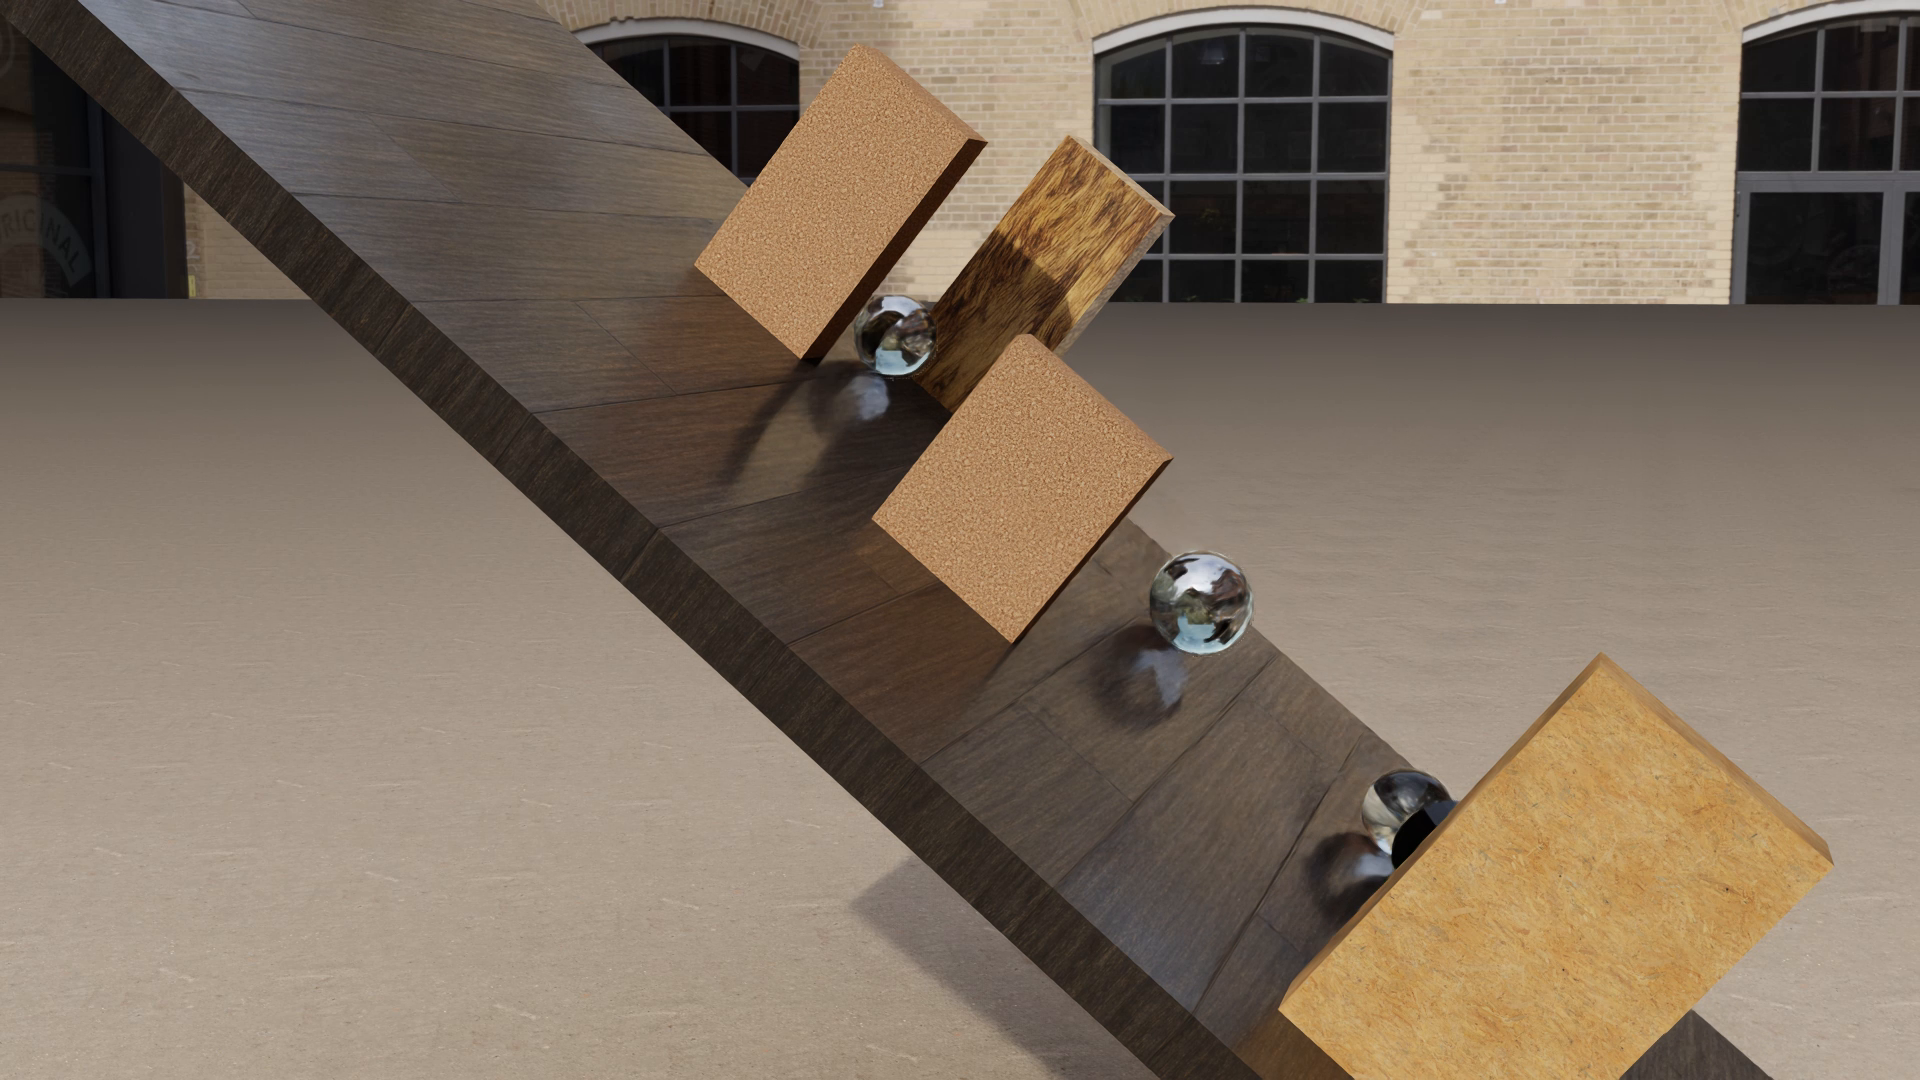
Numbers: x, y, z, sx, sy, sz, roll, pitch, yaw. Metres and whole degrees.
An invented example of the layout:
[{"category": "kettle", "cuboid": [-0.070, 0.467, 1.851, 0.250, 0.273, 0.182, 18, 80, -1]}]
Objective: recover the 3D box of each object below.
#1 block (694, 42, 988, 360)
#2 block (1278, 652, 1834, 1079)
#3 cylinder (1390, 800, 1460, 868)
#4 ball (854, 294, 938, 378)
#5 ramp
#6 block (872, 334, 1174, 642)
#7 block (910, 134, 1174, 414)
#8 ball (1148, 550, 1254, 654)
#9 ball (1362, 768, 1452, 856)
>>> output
[{"category": "block", "cuboid": [-0.234, -0.655, 4.282, 0.289, 0.538, 0.132, 42, 16, 9]}, {"category": "block", "cuboid": [0.832, 0.549, 3.116, 0.400, 0.678, 0.134, 42, 16, 9]}, {"category": "cylinder", "cuboid": [0.912, 0.610, 4.003, 0.193, 0.193, 0.193, -2, 30, -13]}, {"category": "ball", "cuboid": [-0.134, -0.421, 4.533, 0.172, 0.172, 0.172, 0, 7, 0]}, {"category": "ramp", "cuboid": [-0.002, 0.050, 4.041, 4.000, 0.100, 2.000, 42, 16, 9]}, {"category": "block", "cuboid": [0.104, -0.088, 3.731, 0.324, 0.407, 0.089, 42, 16, 9]}, {"category": "block", "cuboid": [0.154, -0.534, 4.677, 0.262, 0.610, 0.130, 42, 16, 9]}, {"category": "ball", "cuboid": [0.476, 0.123, 4.339, 0.206, 0.206, 0.206, 0, 7, 0]}, {"category": "ball", "cuboid": [0.845, 0.516, 4.147, 0.171, 0.171, 0.171, 0, 7, 0]}]
